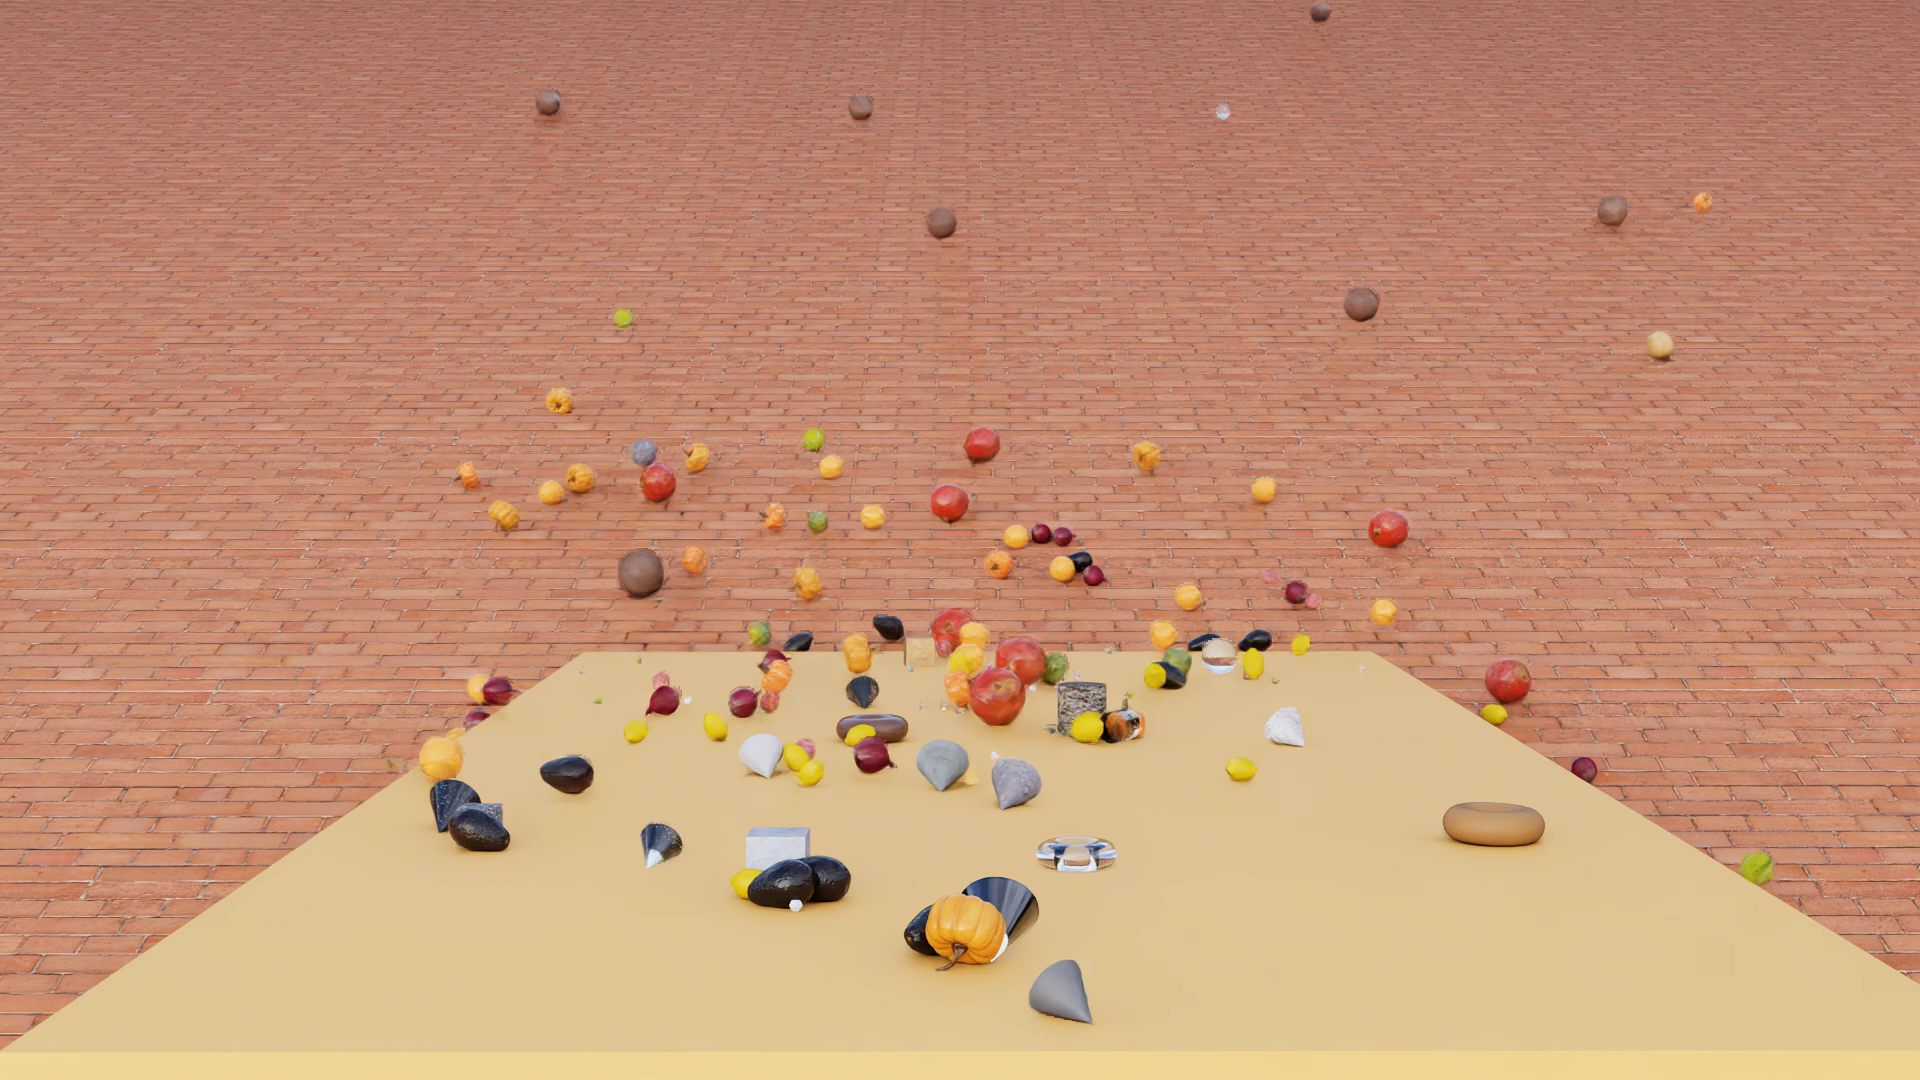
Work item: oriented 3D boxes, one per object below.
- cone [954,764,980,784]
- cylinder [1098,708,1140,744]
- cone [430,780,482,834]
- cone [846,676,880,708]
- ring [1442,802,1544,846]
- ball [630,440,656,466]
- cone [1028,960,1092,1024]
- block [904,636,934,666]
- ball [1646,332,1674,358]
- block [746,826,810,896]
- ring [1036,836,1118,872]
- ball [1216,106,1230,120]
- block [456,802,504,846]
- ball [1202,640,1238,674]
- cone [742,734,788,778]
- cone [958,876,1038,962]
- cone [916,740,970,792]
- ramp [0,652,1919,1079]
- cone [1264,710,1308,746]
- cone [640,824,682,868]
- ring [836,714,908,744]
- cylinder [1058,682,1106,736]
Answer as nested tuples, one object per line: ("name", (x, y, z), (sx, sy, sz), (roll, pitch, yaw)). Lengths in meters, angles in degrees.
("cone", (0.009, 0.381, 4.312), (0.050, 0.050, 0.050), (0, 3, 0))
("cylinder", (0.298, 0.348, 4.813), (0.060, 0.060, 0.060), (12, 8, 28))
("cone", (-0.766, 0.414, 3.838), (0.081, 0.081, 0.081), (3, 30, 7))
("cone", (-0.200, 0.333, 5.354), (0.071, 0.071, 0.071), (-2, 30, -6))
("ring", (0.776, 0.413, 3.738), (0.146, 0.049, 0.146), (1, 3, 0))
("ball", (-1.001, -0.275, 8.127), (0.081, 0.081, 0.081), (0, 21, 0))
("cone", (0.118, 0.481, 2.662), (0.067, 0.067, 0.067), (-14, 38, -32))
("block", (-0.099, 0.268, 6.194), (0.068, 0.068, 0.068), (0, 3, -7))
("ball", (2.506, -0.697, 9.202), (0.096, 0.096, 0.096), (0, 21, 0))
("block", (-0.237, 0.420, 3.360), (0.077, 0.077, 0.077), (0, 3, 1))
("ring", (0.160, 0.431, 3.526), (0.111, 0.037, 0.111), (-1, 2, 0))
("ball", (1.340, -2.177, 13.082), (0.066, 0.066, 0.066), (0, 21, 0))
("block", (-0.695, 0.412, 3.719), (0.054, 0.054, 0.054), (0, 3, 4))
("ball", (0.604, 0.273, 5.980), (0.081, 0.081, 0.081), (0, 21, 0))
("cone", (-0.333, 0.385, 4.383), (0.078, 0.078, 0.078), (-1, 45, -2))
("cone", (0.040, 0.458, 2.974), (0.097, 0.097, 0.097), (2, 30, 5))
("cone", (-0.030, 0.390, 4.234), (0.087, 0.087, 0.087), (1, 30, 2))
("ramp", (0.049, 0.444, 4.532), (2.000, 0.100, 4.000), (0, 3, 0))
("cone", (0.618, 0.363, 4.760), (0.078, 0.078, 0.078), (-13, 19, -31))
("cone", (-0.422, 0.434, 3.545), (0.062, 0.062, 0.062), (5, 31, 13))
("ring", (-0.165, 0.354, 4.836), (0.137, 0.046, 0.137), (-1, 2, 0))
("cylinder", (0.234, 0.324, 4.934), (0.094, 0.094, 0.094), (0, 3, 0))
